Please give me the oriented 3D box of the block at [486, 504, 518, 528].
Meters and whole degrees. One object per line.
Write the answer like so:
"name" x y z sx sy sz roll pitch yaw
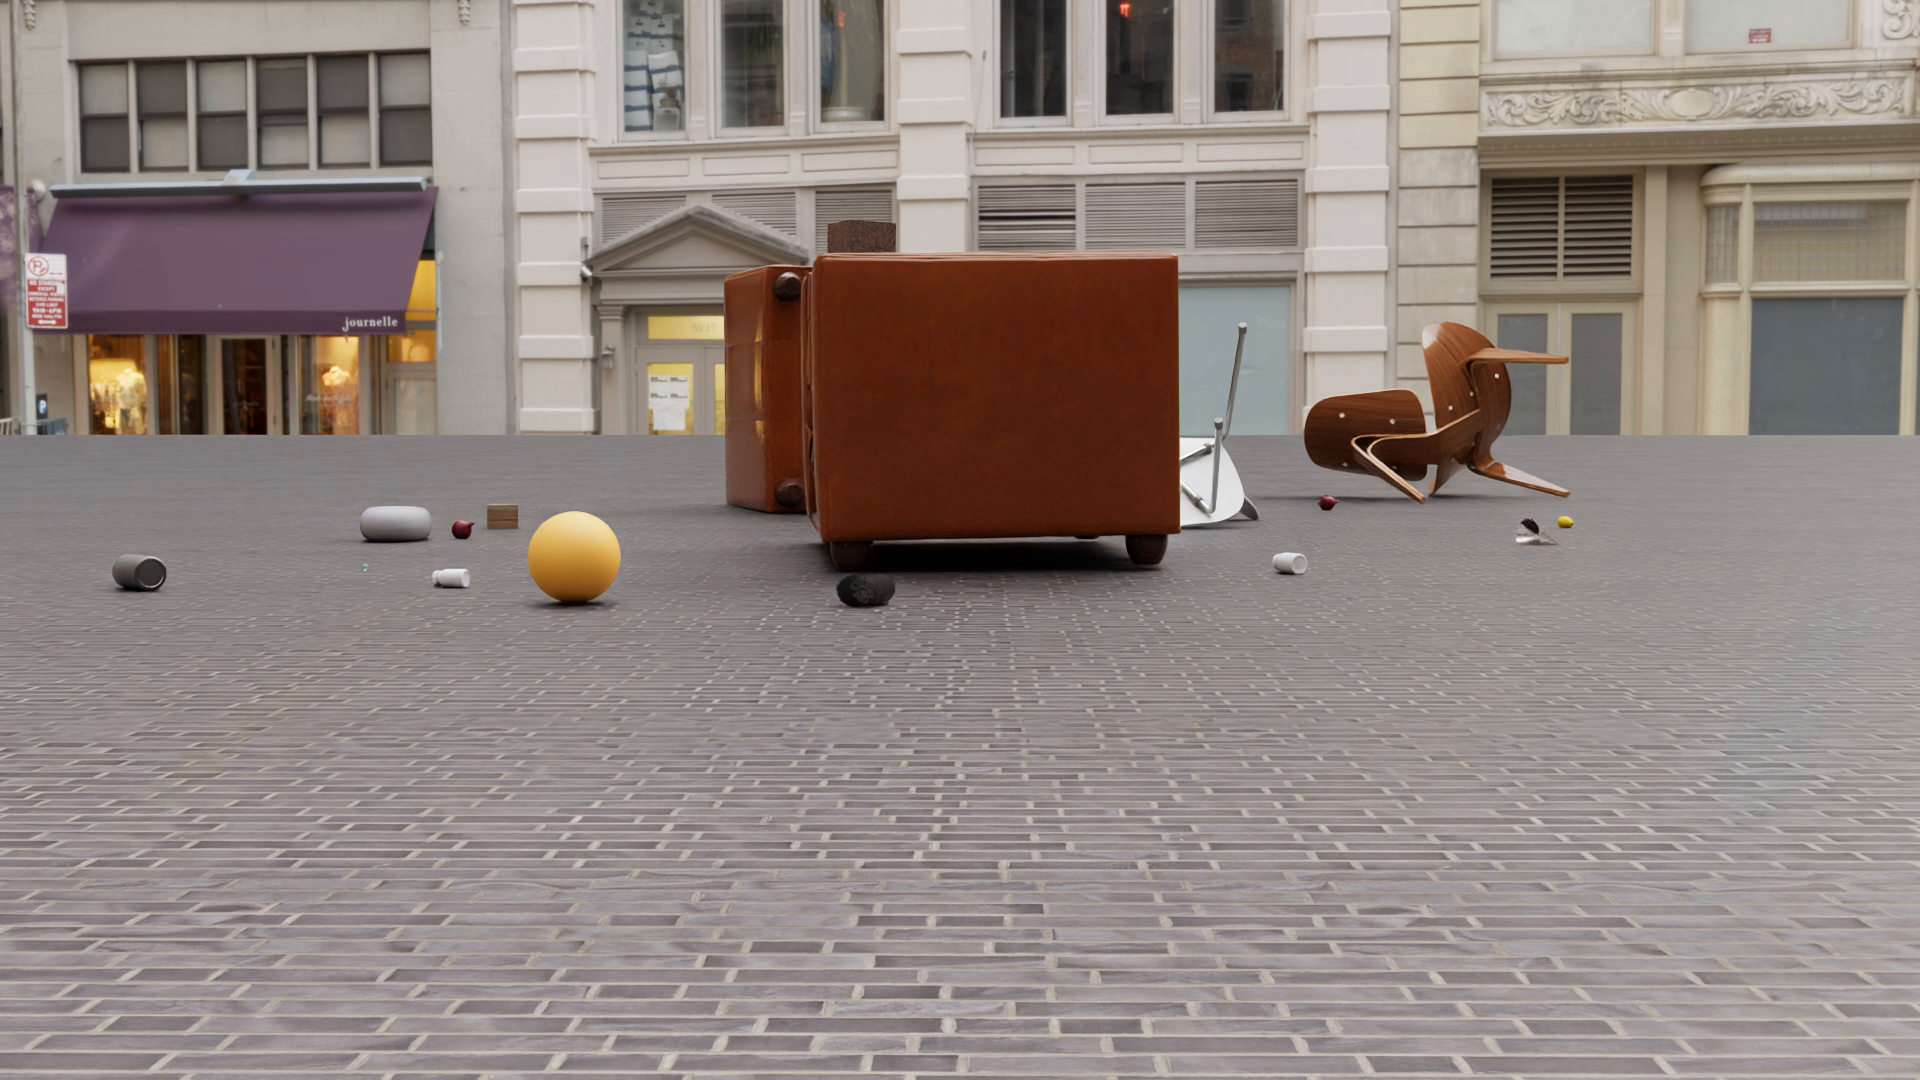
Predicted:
"block" -1.483 -0.078 7.120 0.097 0.076 0.074 -1 4 -14

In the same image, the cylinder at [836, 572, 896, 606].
"cylinder" -0.195 0.103 4.575 0.082 0.064 0.098 11 1 31

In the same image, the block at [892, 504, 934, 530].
"block" -0.153 -0.075 7.055 0.077 0.079 0.134 2 4 28

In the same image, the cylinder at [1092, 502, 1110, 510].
"cylinder" 0.526 -0.128 8.180 0.047 0.031 0.056 7 6 40

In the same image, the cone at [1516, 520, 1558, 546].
"cone" 1.680 -0.004 6.333 0.110 0.077 0.137 19 7 -14

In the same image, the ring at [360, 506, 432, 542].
"ring" -1.681 -0.049 6.557 0.204 0.098 0.290 1 3 -1

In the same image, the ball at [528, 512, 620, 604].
"ball" -0.809 0.036 4.613 0.193 0.193 0.193 0 4 0

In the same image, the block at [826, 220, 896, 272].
"block" -0.362 -1.079 8.084 0.187 0.165 0.187 0 1 -30
